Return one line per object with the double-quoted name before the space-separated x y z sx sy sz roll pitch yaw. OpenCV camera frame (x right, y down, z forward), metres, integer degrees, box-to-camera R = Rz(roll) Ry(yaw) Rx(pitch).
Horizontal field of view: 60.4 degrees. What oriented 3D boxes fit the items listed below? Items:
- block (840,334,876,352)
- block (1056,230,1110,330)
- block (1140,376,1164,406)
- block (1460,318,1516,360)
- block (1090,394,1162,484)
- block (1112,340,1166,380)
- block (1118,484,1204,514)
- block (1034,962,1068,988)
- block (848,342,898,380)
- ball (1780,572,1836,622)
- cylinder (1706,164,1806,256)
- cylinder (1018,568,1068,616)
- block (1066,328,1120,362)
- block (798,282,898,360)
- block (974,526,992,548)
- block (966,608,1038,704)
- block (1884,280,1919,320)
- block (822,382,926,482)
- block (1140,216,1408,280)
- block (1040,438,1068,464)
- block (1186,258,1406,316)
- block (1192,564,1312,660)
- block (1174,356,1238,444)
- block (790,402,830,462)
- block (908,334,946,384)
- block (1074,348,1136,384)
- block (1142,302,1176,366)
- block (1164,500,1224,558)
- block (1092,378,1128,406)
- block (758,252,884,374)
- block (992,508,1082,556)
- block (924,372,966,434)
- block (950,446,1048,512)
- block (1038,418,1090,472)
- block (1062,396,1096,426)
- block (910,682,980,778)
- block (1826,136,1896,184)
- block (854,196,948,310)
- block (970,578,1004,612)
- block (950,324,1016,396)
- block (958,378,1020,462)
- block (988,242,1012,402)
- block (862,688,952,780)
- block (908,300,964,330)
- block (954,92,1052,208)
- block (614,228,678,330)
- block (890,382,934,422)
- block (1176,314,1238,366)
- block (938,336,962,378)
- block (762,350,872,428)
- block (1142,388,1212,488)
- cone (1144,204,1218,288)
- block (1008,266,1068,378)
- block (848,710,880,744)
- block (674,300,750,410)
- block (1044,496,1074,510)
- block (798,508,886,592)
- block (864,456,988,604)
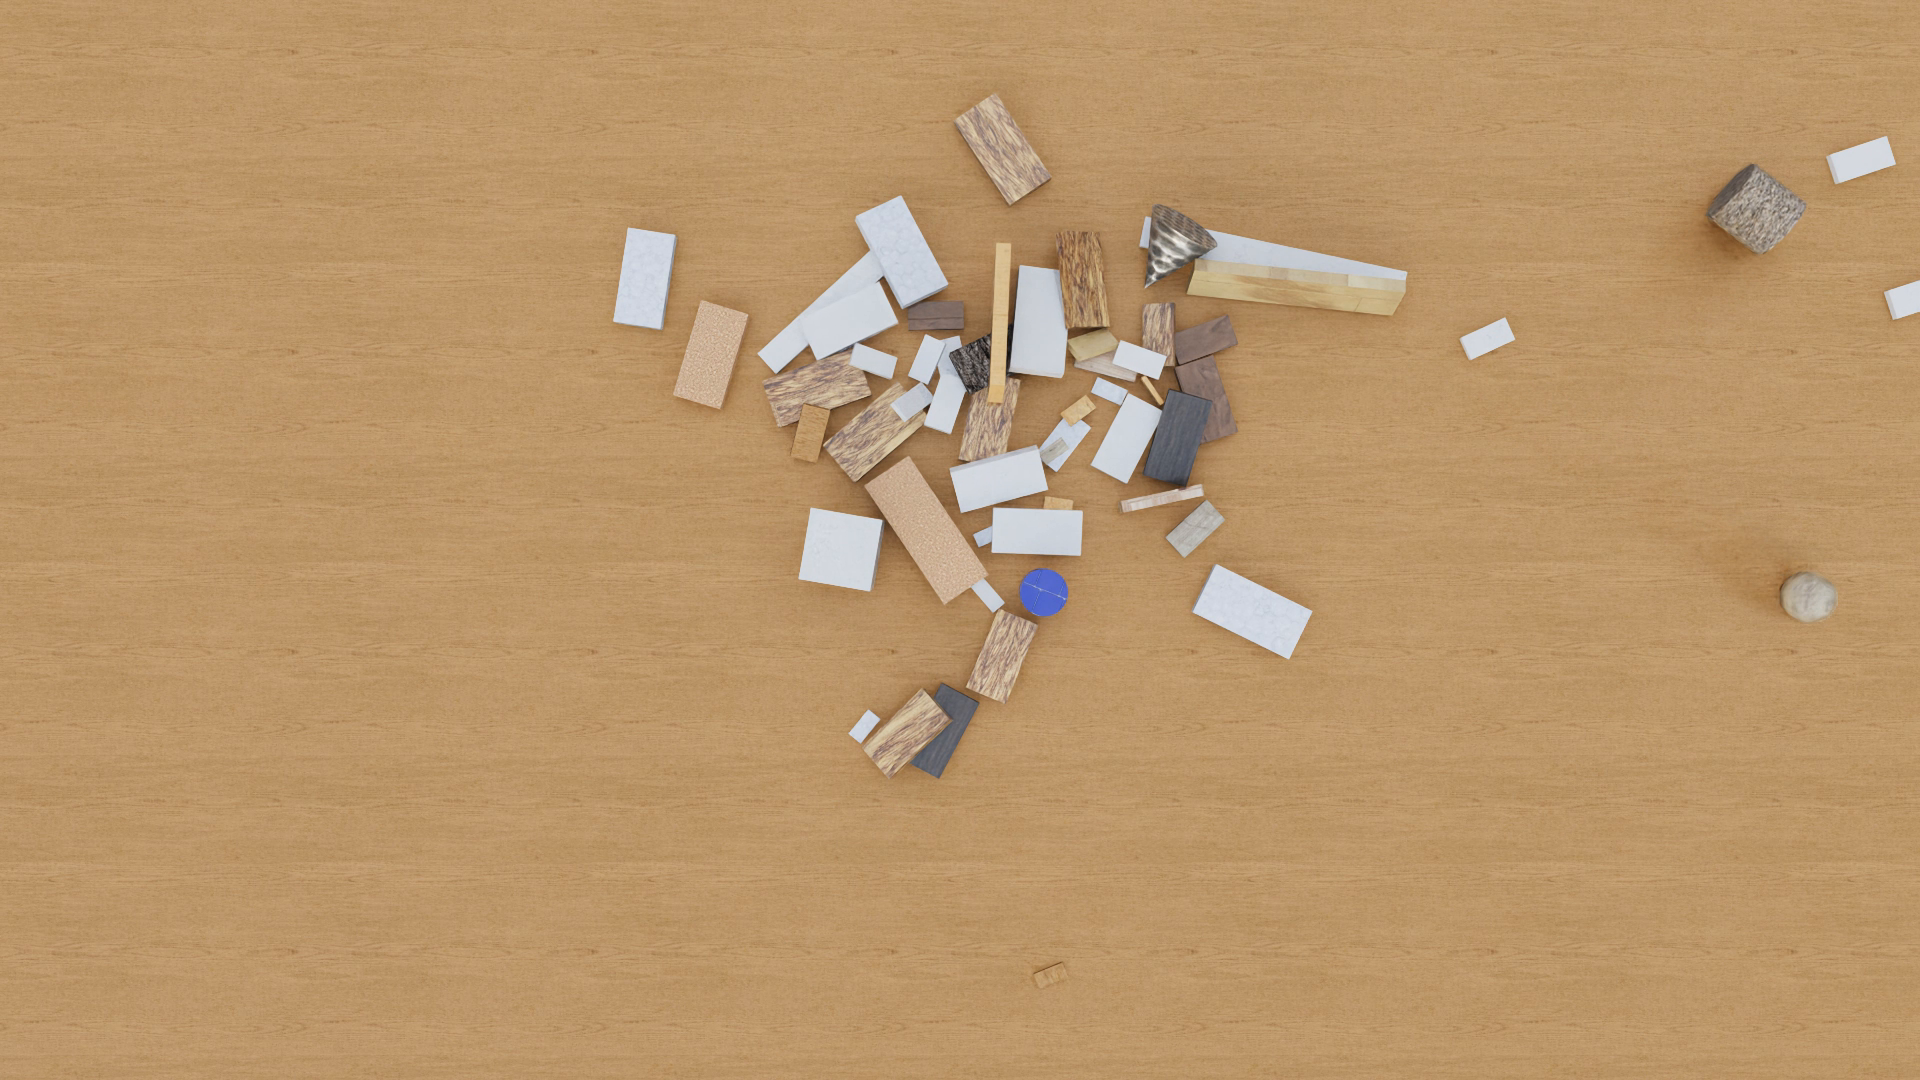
"block" -0.340 -0.705 5.487 0.182 0.026 0.091 -27 90 0
"block" 0.404 -0.856 5.434 0.157 0.044 0.314 -6 90 -38
"block" 0.637 -0.495 5.472 0.016 0.055 0.110 -34 90 2
"block" 1.754 -0.669 5.489 0.161 0.023 0.081 -25 90 0
"block" 0.555 -0.337 5.481 0.134 0.038 0.268 28 90 0
"block" 0.593 -0.594 5.445 0.161 0.023 0.081 20 96 7
"block" 0.660 -0.136 5.433 0.268 0.134 0.038 -12 90 0
"block" 0.302 1.449 5.493 0.104 0.015 0.052 -22 90 0
"block" -0.288 -0.592 5.459 0.149 0.021 0.074 18 77 -18
"ball" 2.784 0.185 5.418 0.165 0.165 0.165 0 90 0
"cylinder" 2.602 -1.079 5.396 0.208 0.208 0.208 38 90 0
"cylinder" 0.273 0.171 5.423 0.154 0.154 0.154 0 90 0
"block" 0.436 -0.645 5.438 0.161 0.023 0.081 -21 59 -25
"block" -0.369 -0.722 5.453 0.295 0.042 0.148 -25 90 0
"block" 0.096 -0.017 5.491 0.095 0.013 0.047 -24 95 0
"block" 0.140 0.385 5.480 0.142 0.040 0.284 23 90 0
"block" 3.189 -0.811 5.486 0.196 0.028 0.098 -18 90 0
"block" -0.277 -0.358 5.477 0.327 0.046 0.163 -41 90 0
"block" 1.040 -0.933 5.486 0.887 0.028 0.098 12 90 0
"block" 0.311 -0.295 5.467 0.095 0.013 0.047 -35 90 0
"block" 1.100 -0.830 5.419 0.687 0.157 0.044 6 69 0
"block" 0.967 0.237 5.475 0.354 0.050 0.177 26 90 0
"block" 0.817 -0.464 5.481 0.134 0.038 0.268 -18 90 0
"block" -0.496 -0.355 5.457 0.091 0.026 0.182 13 105 -10
"block" -0.108 -0.598 5.470 0.074 0.021 0.149 26 99 12
"block" 0.491 -0.600 5.485 0.208 0.029 0.104 15 90 0
"block" 0.660 -0.679 5.468 0.104 0.029 0.208 0 90 21
"block" 0.782 -0.038 5.487 0.186 0.026 0.093 -43 90 0
"block" 0.497 -0.495 5.492 0.110 0.016 0.055 24 90 0
"block" -0.430 -0.779 5.487 0.574 0.026 0.091 -42 90 0
"block" 0.254 -0.029 5.467 0.295 0.042 0.148 2 95 -2
"block" -0.045 -0.452 5.448 0.093 0.026 0.185 19 82 0
"block" 0.128 -0.202 5.449 0.298 0.042 0.149 -15 115 0
"block" 0.342 -0.328 5.487 0.093 0.026 0.186 38 90 0
"block" 0.393 -0.428 5.472 0.110 0.016 0.055 -37 85 -20
"block" -0.065 0.633 5.480 0.142 0.040 0.283 28 90 0
"block" 2.997 -1.263 5.486 0.196 0.028 0.098 -18 90 0
"block" -0.193 -0.951 5.451 0.168 0.048 0.336 -27 87 -12
"block" 0.060 0.145 5.493 0.052 0.015 0.214 -41 90 0
"block" 0.130 -0.611 5.449 0.298 0.042 0.149 -26 82 -8
"block" 0.099 -0.399 5.479 0.149 0.042 0.298 12 90 0
"block" 0.128 -0.705 5.359 0.048 0.168 0.487 3 76 -1
"block" -0.175 0.640 5.446 0.283 0.040 0.142 -45 73 6
"block" -0.080 -0.746 5.487 0.185 0.026 0.093 -2 90 0
"block" 0.140 -1.293 5.476 0.168 0.048 0.336 -34 90 0
"block" -1.045 -0.866 5.478 0.157 0.044 0.314 9 90 0
"block" -0.155 -0.455 5.435 0.074 0.021 0.148 50 53 1
"block" 0.808 -0.665 5.485 0.208 0.029 0.104 -20 90 0
"block" -0.026 -0.577 5.487 0.093 0.026 0.185 -14 90 0
"block" -0.474 -0.503 5.477 0.327 0.046 0.163 -20 90 0
"block" 0.718 -0.337 5.444 0.148 0.042 0.295 16 103 1
"cone" 0.672 -0.927 5.416 0.250 0.250 0.250 32 117 0
"block" 0.266 -0.720 5.431 0.177 0.050 0.354 7 78 -4
"block" -0.318 0.620 5.493 0.052 0.015 0.104 39 90 0
"block" -0.824 -0.613 5.477 0.163 0.046 0.327 17 90 0
"block" 0.327 -0.115 5.493 0.095 0.013 0.047 9 90 0
"block" -0.382 0.030 5.384 0.231 0.231 0.231 10 90 0
"block" -0.110 -0.032 5.449 0.177 0.050 0.472 -34 90 0
